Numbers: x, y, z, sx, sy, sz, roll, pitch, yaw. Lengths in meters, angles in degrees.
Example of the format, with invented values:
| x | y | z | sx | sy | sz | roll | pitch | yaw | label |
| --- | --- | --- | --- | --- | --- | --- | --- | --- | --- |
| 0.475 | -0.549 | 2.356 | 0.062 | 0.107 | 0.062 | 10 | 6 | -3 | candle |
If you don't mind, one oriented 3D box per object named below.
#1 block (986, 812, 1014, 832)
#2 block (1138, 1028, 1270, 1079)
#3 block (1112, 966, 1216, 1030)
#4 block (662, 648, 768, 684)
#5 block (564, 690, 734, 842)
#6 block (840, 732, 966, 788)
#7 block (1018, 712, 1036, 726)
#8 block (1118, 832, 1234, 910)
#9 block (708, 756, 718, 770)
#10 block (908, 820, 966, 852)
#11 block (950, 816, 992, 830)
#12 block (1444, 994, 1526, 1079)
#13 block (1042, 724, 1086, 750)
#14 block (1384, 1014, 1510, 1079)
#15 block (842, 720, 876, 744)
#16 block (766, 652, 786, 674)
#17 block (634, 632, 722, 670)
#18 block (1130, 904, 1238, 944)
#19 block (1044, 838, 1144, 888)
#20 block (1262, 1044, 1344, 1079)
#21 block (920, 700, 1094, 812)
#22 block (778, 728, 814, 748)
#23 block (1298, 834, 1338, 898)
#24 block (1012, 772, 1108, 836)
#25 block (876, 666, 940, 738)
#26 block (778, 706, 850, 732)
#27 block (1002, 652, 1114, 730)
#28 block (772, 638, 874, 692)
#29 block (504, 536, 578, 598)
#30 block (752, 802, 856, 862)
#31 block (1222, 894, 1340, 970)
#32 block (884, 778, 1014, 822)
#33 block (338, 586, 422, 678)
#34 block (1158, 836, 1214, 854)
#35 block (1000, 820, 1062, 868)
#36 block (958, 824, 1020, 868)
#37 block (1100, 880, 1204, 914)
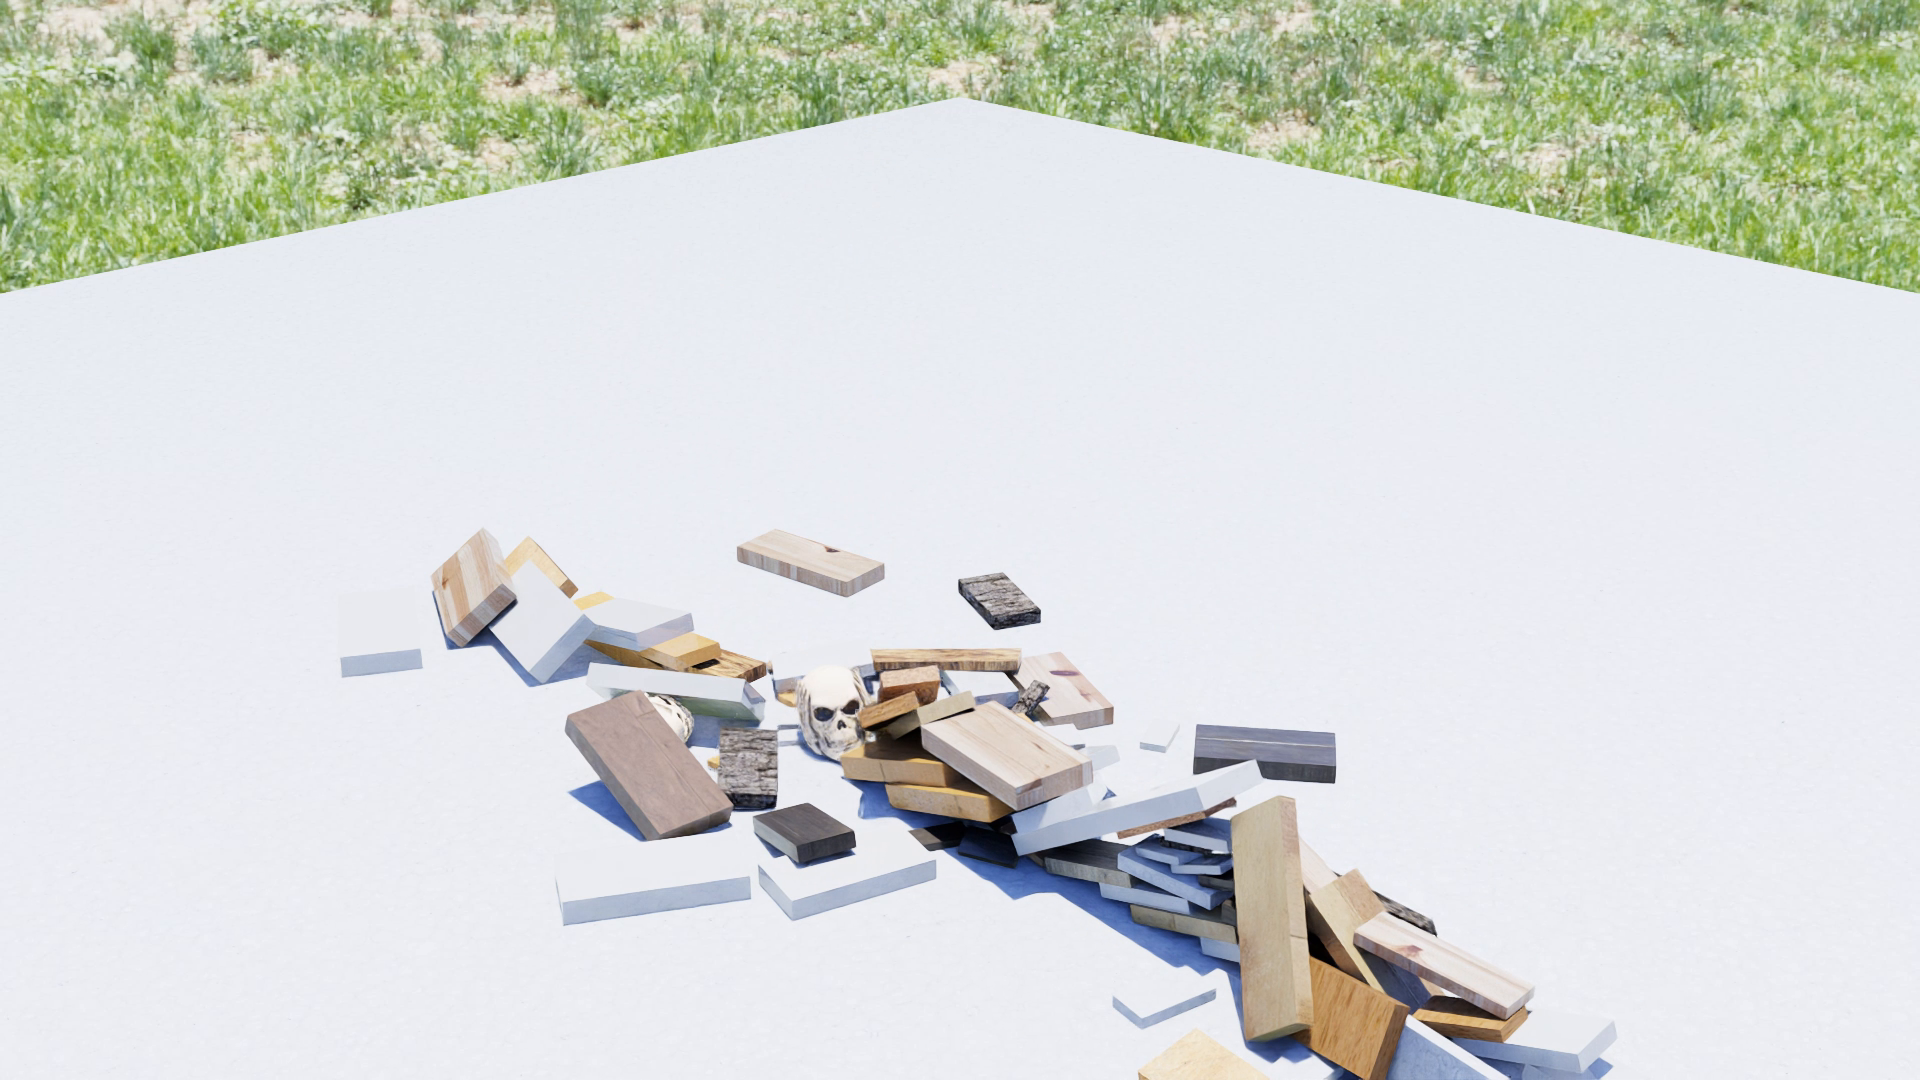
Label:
| x | y | z | sx | sy | sz | roll | pitch | yaw | label |
| --- | --- | --- | --- | --- | --- | --- | --- | --- | --- |
| 0.083 | 0.553 | 4.373 | 0.120 | 0.017 | 0.060 | 40 | 43 | 23 | block |
| 0.427 | 0.900 | 3.555 | 0.133 | 0.038 | 0.266 | -29 | 35 | -27 | block |
| 0.358 | 0.799 | 3.847 | 0.166 | 0.023 | 0.083 | -15 | 27 | -31 | block |
| -0.551 | 0.283 | 4.922 | 0.222 | 0.031 | 0.111 | 14 | 26 | 39 | block |
| -0.631 | 0.460 | 4.444 | 0.175 | 0.050 | 0.351 | -19 | 52 | -37 | block |
| -0.074 | 0.442 | 4.497 | 0.173 | 0.049 | 0.346 | -21 | 11 | -36 | block |
| 0.132 | 0.445 | 4.667 | 0.122 | 0.035 | 0.245 | -10 | 25 | -22 | block |
| 0.408 | 0.607 | 4.041 | 0.218 | 0.031 | 0.109 | 19 | 29 | 41 | block |
| -0.481 | 0.463 | 4.642 | 0.049 | 0.014 | 0.098 | 19 | 25 | 37 | block |
| -0.045 | 0.589 | 4.350 | 0.125 | 0.018 | 0.063 | -8 | 24 | -18 | block |
| 0.043 | 0.563 | 4.411 | 0.063 | 0.018 | 0.125 | -20 | 30 | -38 | block |
| 0.880 | 0.846 | 3.622 | 0.134 | 0.038 | 0.267 | -21 | 31 | -40 | block |
| 0.164 | 0.429 | 4.629 | 0.182 | 0.026 | 0.091 | -6 | 24 | -13 | block |
| 0.778 | 0.871 | 3.555 | 0.033 | 0.116 | 0.232 | -3 | 20 | -38 | block |
| -0.207 | 0.410 | 4.774 | 0.049 | 0.014 | 0.098 | 17 | 28 | 29 | block |
| -0.392 | 0.295 | 5.022 | 0.056 | 0.016 | 0.112 | -34 | 36 | -21 | block |
| -0.639 | 0.242 | 4.947 | 0.111 | 0.031 | 0.222 | -18 | 17 | -31 | block |
| 0.448 | 0.681 | 4.032 | 0.124 | 0.035 | 0.248 | -21 | 16 | -41 | block |
| 0.278 | 0.612 | 4.183 | 0.109 | 0.031 | 0.218 | -21 | 16 | -41 | block |
| 0.549 | 0.893 | 3.626 | 0.085 | 0.024 | 0.170 | 20 | 30 | 38 | block |
| 0.088 | 0.415 | 4.270 | 0.173 | 0.049 | 0.346 | -17 | 24 | -28 | block |
| -0.365 | 0.426 | 4.738 | 0.098 | 0.014 | 0.049 | -4 | 23 | -9 | block |
| 0.613 | 0.588 | 3.853 | 0.078 | 0.022 | 0.156 | -16 | 52 | -38 | block |
| 0.196 | 0.512 | 4.283 | 0.153 | 0.043 | 0.305 | -21 | -3 | 8 | block |
| -0.113 | 0.345 | 4.666 | 0.121 | 0.241 | 0.034 | -7 | 60 | -10 | block |
| -0.321 | 0.393 | 4.807 | 0.156 | 0.022 | 0.078 | -1 | 23 | -3 | block |
| 0.215 | 0.339 | 4.908 | 0.148 | 0.042 | 0.295 | -8 | 24 | -19 | block |
| -0.310 | 0.282 | 4.961 | 0.222 | 0.031 | 0.111 | -10 | 28 | -4 | block |
| -1.041 | 0.108 | 5.340 | 0.152 | 0.043 | 0.304 | -46 | 35 | -5 | block |
| -0.306 | 0.570 | 4.300 | 0.121 | 0.034 | 0.241 | -12 | 12 | -24 | block |
| 0.597 | 0.674 | 3.869 | 0.124 | 0.035 | 0.248 | -21 | 28 | -40 | block |
| 0.020 | 0.491 | 4.364 | 0.173 | 0.049 | 0.346 | -21 | 11 | -33 | block |
| -1.371 | 0.214 | 5.192 | 0.180 | 0.051 | 0.359 | -6 | 24 | -14 | block |
| 0.426 | 0.549 | 4.012 | 0.058 | 0.017 | 0.117 | -20 | 14 | -39 | block |
| 0.142 | 0.591 | 4.311 | 0.060 | 0.017 | 0.120 | -21 | 44 | -39 | block |
| 0.061 | 0.599 | 4.290 | 0.120 | 0.017 | 0.060 | 11 | 58 | 24 | block |
| 0.377 | 0.646 | 4.094 | 0.109 | 0.031 | 0.218 | -21 | 16 | -41 | block |
